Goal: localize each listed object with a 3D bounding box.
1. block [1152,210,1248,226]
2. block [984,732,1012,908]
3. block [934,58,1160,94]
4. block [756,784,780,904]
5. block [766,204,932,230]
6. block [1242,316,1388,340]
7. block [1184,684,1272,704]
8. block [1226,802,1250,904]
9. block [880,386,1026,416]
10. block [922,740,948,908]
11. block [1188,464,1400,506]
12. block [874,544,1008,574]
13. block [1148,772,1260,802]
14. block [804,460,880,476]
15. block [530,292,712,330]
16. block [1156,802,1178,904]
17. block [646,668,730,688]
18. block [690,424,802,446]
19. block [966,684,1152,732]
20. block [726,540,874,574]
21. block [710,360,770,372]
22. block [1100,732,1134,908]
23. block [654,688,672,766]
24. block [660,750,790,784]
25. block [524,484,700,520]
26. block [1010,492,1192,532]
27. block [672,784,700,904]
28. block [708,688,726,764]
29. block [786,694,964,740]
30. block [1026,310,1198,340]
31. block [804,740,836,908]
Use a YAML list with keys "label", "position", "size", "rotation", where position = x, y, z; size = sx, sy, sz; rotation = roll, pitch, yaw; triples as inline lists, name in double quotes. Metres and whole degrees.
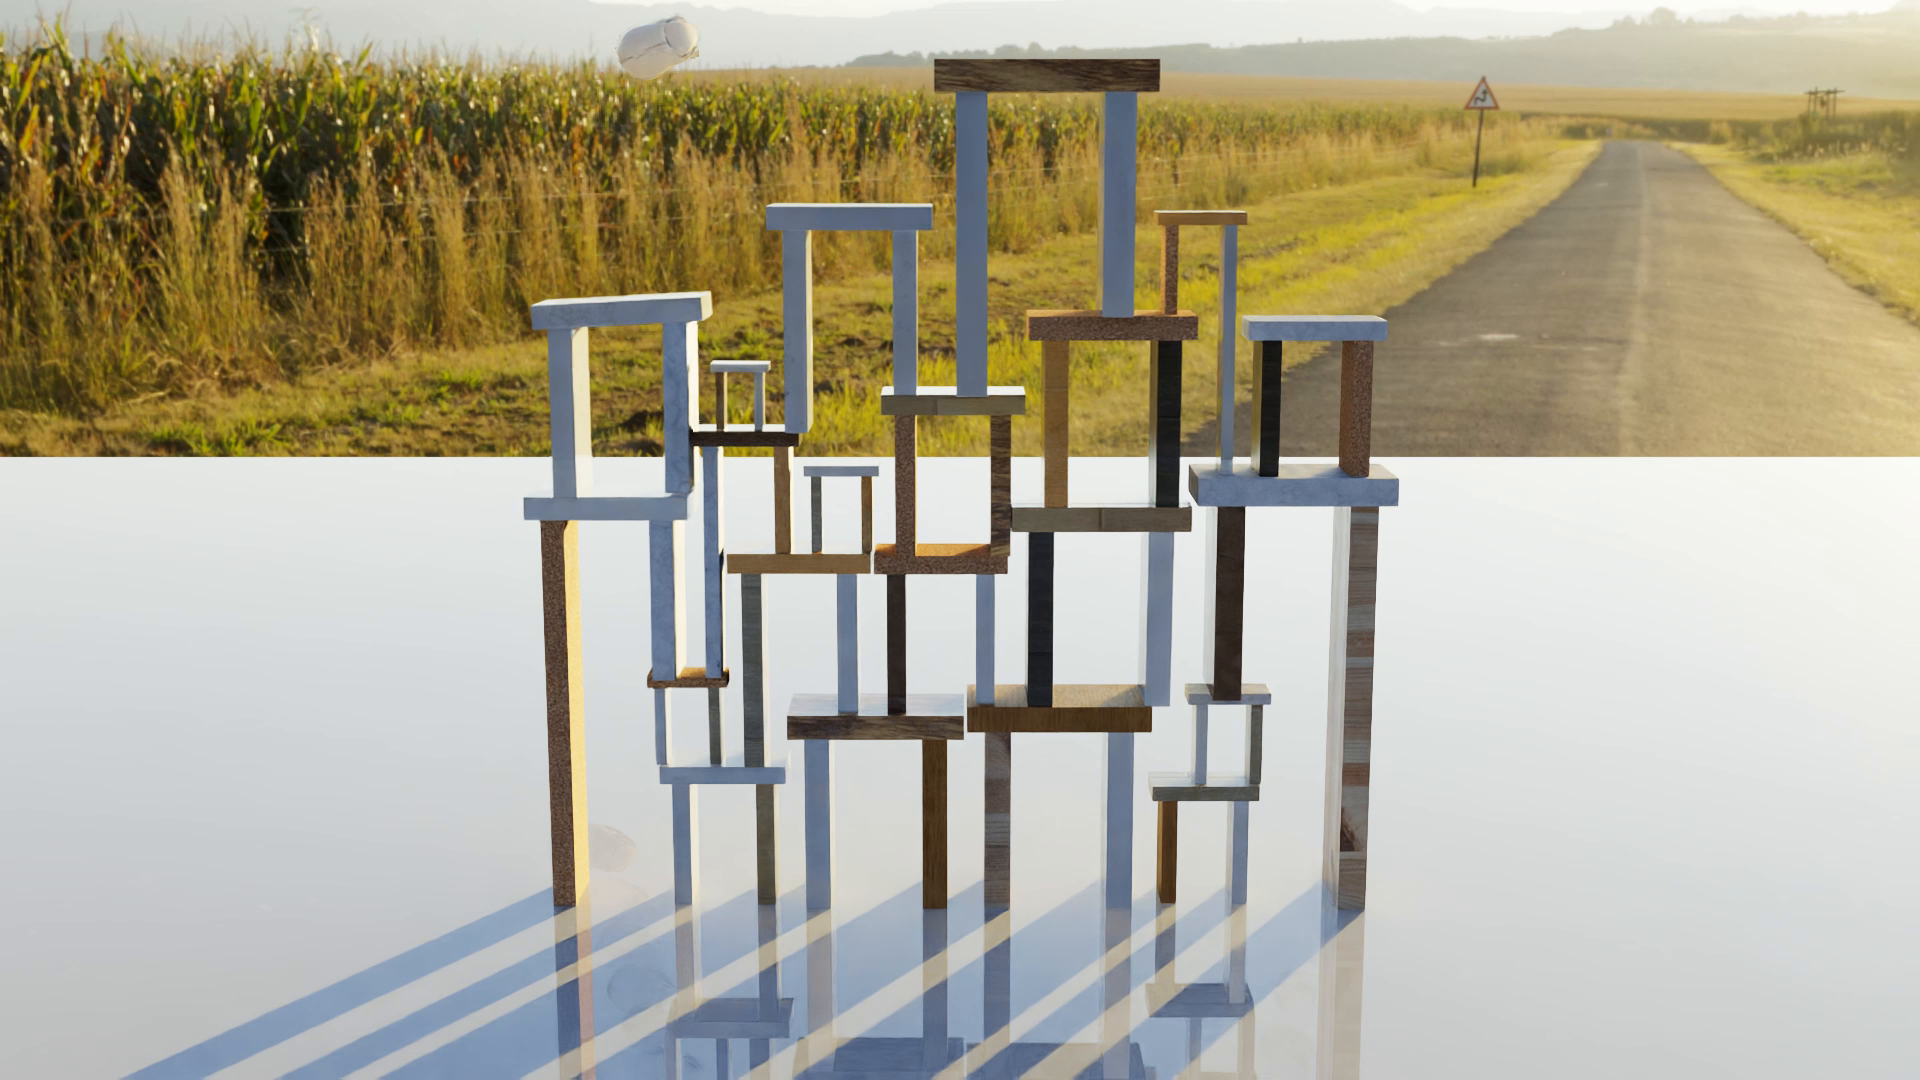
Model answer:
- label: "block"
  position: [0.378, -0.508, 3.465]
  size: [0.140, 0.020, 0.070]
  rotation: [0, 11, -2]
- label: "block"
  position: [0.061, 0.443, 3.645]
  size: [0.042, 0.298, 0.149]
  rotation: [0, 11, 0]
- label: "block"
  position: [0.132, -0.722, 3.425]
  size: [0.343, 0.049, 0.171]
  rotation: [0, 11, 0]
- label: "block"
  position: [-0.318, 0.489, 3.650]
  size: [0.029, 0.205, 0.103]
  rotation: [0, 11, 0]
- label: "block"
  position: [-0.172, -0.509, 3.463]
  size: [0.257, 0.036, 0.128]
  rotation: [0, 11, 0]
- label: "block"
  position: [0.561, -0.337, 3.493]
  size: [0.215, 0.030, 0.108]
  rotation: [0, 11, 0]
- label: "block"
  position: [0.439, 0.253, 3.607]
  size: [0.134, 0.019, 0.067]
  rotation: [0, 11, 0]
- label: "block"
  position: [0.460, 0.505, 3.650]
  size: [0.025, 0.175, 0.087]
  rotation: [0, 11, 0]
- label: "block"
  position: [-0.011, -0.223, 3.513]
  size: [0.227, 0.032, 0.113]
  rotation: [0, 11, 0]
- label: "block"
  position: [-0.041, 0.450, 3.643]
  size: [0.040, 0.285, 0.143]
  rotation: [0, 11, 0]
- label: "block"
  position: [0.534, -0.089, 3.544]
  size: [0.316, 0.045, 0.158]
  rotation: [0, 11, 0]
- label: "block"
  position: [-0.031, 0.030, 3.564]
  size: [0.214, 0.030, 0.107]
  rotation: [0, 11, 0]
- label: "block"
  position: [0.402, 0.407, 3.632]
  size: [0.175, 0.025, 0.087]
  rotation: [0, 11, 0]
- label: "block"
  position: [-0.190, -0.115, 3.540]
  size: [0.121, 0.017, 0.060]
  rotation: [0, 11, 0]
- label: "block"
  position: [-0.535, -0.365, 3.496]
  size: [0.266, 0.038, 0.133]
  rotation: [-3, 10, 0]
- label: "block"
  position: [0.343, 0.505, 3.650]
  size: [0.025, 0.175, 0.087]
  rotation: [0, 11, 0]
- label: "block"
  position: [-0.444, 0.225, 3.596]
  size: [0.129, 0.018, 0.064]
  rotation: [0, 11, -1]
- label: "block"
  position: [-0.341, -0.168, 3.526]
  size: [0.171, 0.024, 0.085]
  rotation: [0, 11, 0]
- label: "block"
  position: [0.160, 0.276, 3.613]
  size: [0.298, 0.042, 0.149]
  rotation: [0, 11, 0]
- label: "block"
  position: [-0.258, 0.028, 3.568]
  size: [0.230, 0.033, 0.115]
  rotation: [0, 11, 0]
- label: "block"
  position: [-0.350, -0.277, 3.507]
  size: [0.092, 0.013, 0.046]
  rotation: [0, 11, 0]
- label: "block"
  position: [0.260, 0.443, 3.645]
  size: [0.042, 0.298, 0.149]
  rotation: [0, 11, 0]
- label: "block"
  position: [-0.487, 0.298, 3.604]
  size: [0.018, 0.129, 0.064]
  rotation: [0, 11, -1]
- label: "block"
  position: [-0.387, 0.374, 3.628]
  size: [0.205, 0.029, 0.103]
  rotation: [0, 11, 0]
- label: "block"
  position: [-0.561, -0.061, 3.550]
  size: [0.261, 0.037, 0.130]
  rotation: [0, 10, 1]
- label: "block"
  position: [0.225, -0.045, 3.554]
  size: [0.285, 0.040, 0.143]
  rotation: [0, 11, 0]
- label: "block"
  position: [-0.455, 0.489, 3.650]
  size: [0.029, 0.205, 0.103]
  rotation: [0, 11, 0]
- label: "block"
  position: [-0.400, 0.297, 3.611]
  size: [0.018, 0.129, 0.064]
  rotation: [-1, 11, 0]
- label: "block"
  position: [-0.136, 0.290, 3.613]
  size: [0.285, 0.040, 0.143]
  rotation: [0, 11, 0]
- label: "block"
  position: [0.239, -0.342, 3.493]
  size: [0.264, 0.037, 0.132]
  rotation: [0, 11, 0]
- label: "block"
  position: [-0.231, 0.450, 3.643]
  size: [0.040, 0.285, 0.143]
  rotation: [0, 11, 0]
